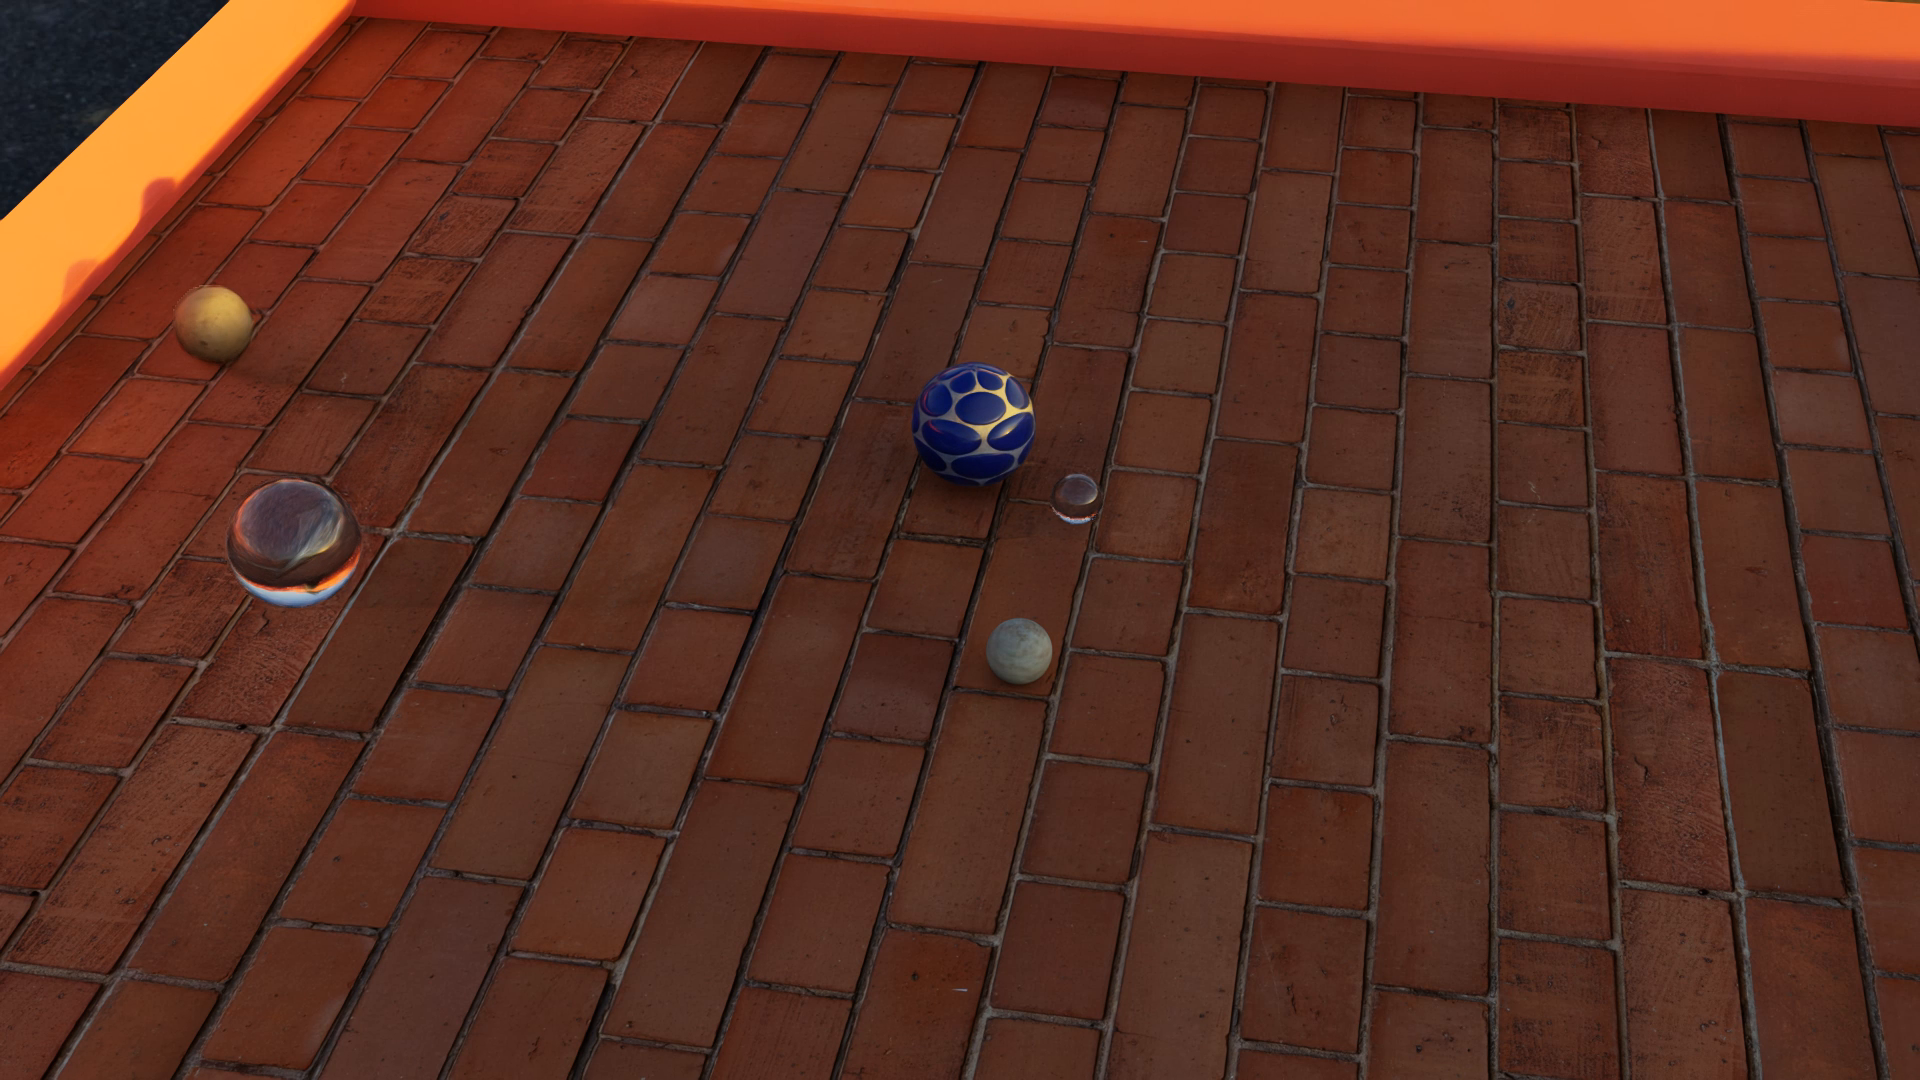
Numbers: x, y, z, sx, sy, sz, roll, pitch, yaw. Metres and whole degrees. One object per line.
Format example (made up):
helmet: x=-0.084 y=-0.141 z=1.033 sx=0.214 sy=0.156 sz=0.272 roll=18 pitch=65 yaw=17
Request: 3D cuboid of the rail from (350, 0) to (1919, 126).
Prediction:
rail: x=0.997 y=-0.458 z=2.544 sx=3.406 sy=0.129 sz=0.045 roll=6 pitch=35 yaw=8

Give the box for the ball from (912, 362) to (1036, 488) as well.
ball: x=0.011 y=-0.092 z=2.038 sx=0.099 sy=0.099 sz=0.099 roll=0 pitch=34 yaw=0

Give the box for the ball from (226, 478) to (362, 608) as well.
ball: x=-0.494 y=0.002 z=1.904 sx=0.097 sy=0.097 sz=0.097 roll=0 pitch=34 yaw=0

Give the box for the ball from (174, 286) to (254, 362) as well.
ball: x=-0.641 y=-0.185 z=2.205 sx=0.065 sy=0.065 sz=0.065 roll=0 pitch=34 yaw=0

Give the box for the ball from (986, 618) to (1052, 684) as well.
ball: x=0.042 y=0.080 z=1.834 sx=0.048 sy=0.048 sz=0.048 roll=0 pitch=34 yaw=0

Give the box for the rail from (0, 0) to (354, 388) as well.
rail: x=-0.816 y=-0.105 z=2.029 sx=0.045 sy=0.129 sz=1.897 roll=6 pitch=35 yaw=8

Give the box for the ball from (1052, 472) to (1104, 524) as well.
ball: x=0.091 y=-0.032 z=2.004 sx=0.041 sy=0.041 sz=0.041 roll=0 pitch=34 yaw=0
